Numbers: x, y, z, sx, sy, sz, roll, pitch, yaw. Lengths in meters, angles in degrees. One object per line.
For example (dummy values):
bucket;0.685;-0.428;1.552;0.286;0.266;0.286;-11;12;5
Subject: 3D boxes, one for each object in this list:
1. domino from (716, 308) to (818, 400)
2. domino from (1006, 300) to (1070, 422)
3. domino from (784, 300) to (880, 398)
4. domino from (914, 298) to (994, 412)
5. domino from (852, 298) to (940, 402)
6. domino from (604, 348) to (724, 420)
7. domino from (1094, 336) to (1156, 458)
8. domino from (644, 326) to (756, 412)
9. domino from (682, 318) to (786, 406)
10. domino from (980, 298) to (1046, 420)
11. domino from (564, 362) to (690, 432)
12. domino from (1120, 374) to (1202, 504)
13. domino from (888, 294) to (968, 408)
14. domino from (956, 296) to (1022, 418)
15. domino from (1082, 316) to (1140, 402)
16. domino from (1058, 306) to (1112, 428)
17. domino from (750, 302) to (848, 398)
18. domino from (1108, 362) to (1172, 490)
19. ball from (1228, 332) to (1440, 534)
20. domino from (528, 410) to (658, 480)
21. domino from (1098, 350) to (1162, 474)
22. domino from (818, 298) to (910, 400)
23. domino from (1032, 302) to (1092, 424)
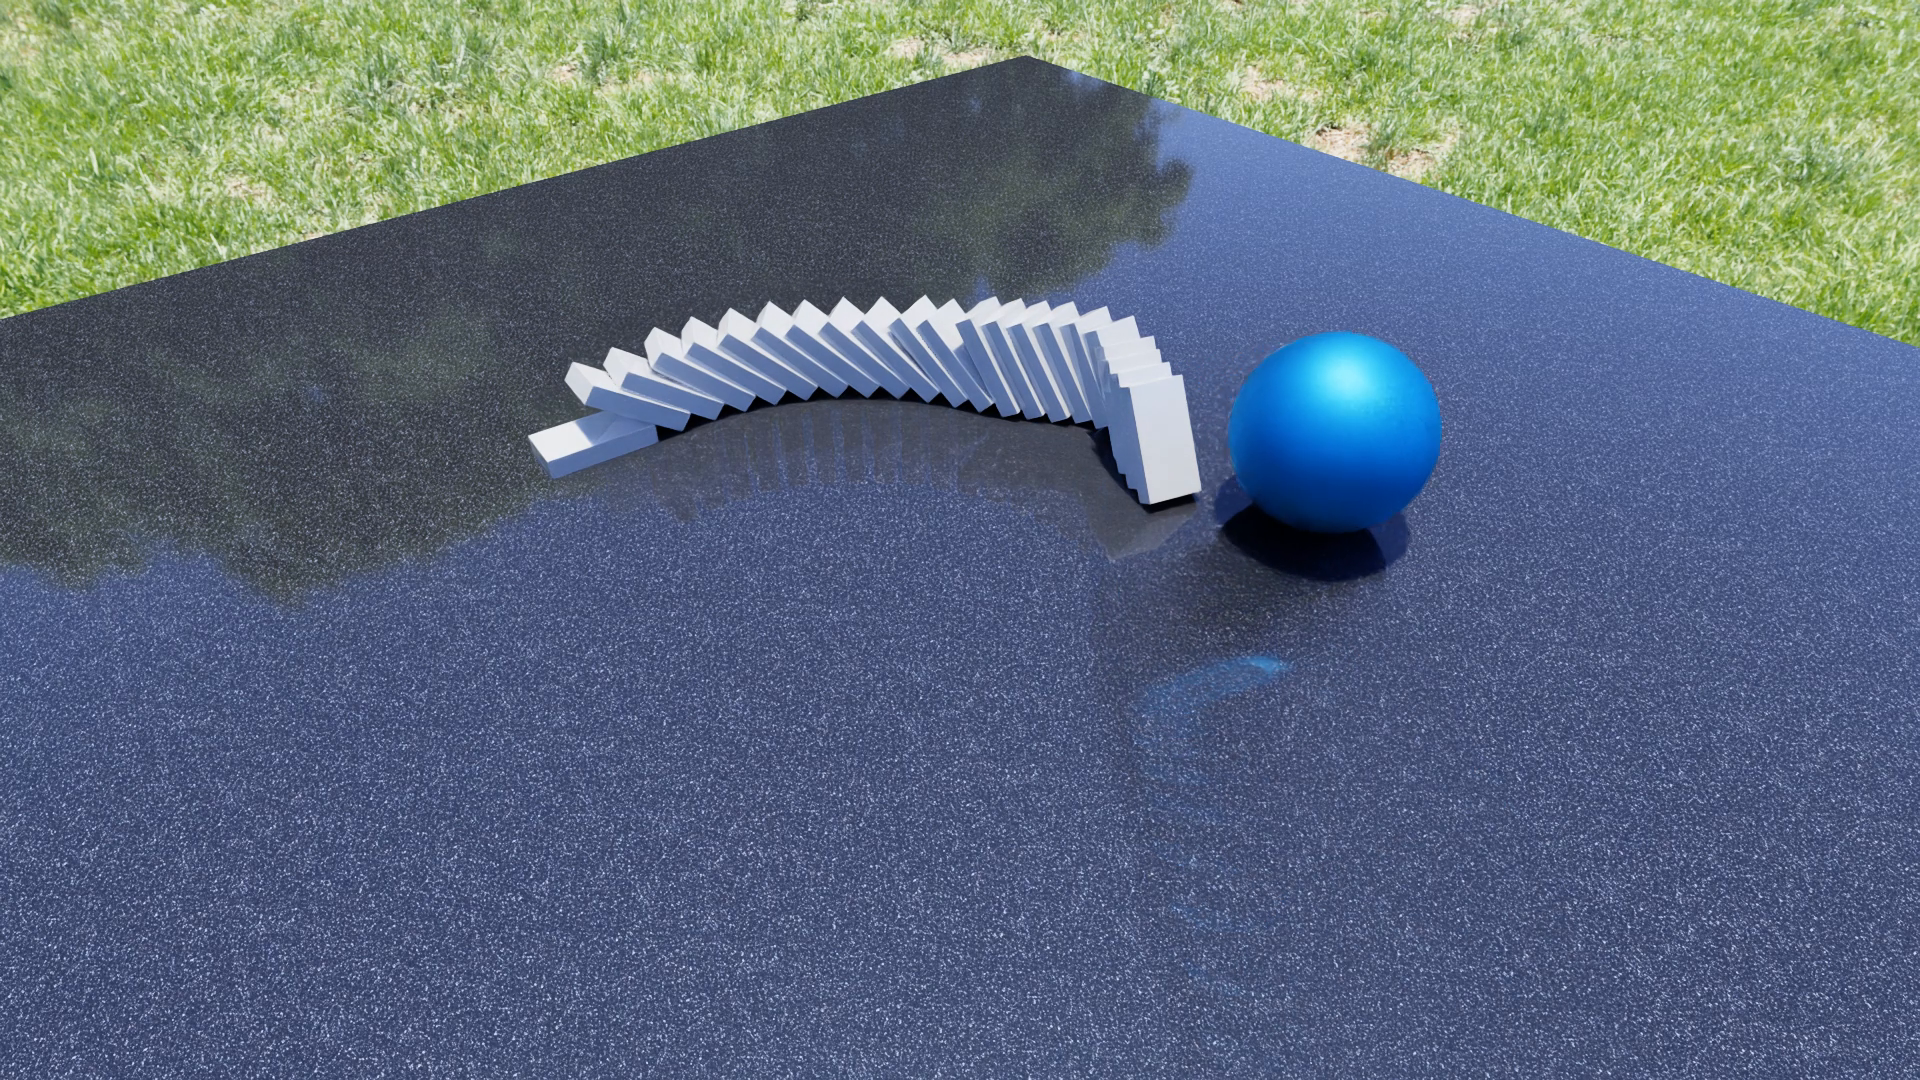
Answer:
domino;-0.092;-0.089;0.529;0.050;0.010;0.025;30;29;-28
domino;0.042;-0.083;0.515;0.010;0.050;0.025;-10;27;41
domino;-0.060;-0.093;0.533;0.050;0.010;0.025;35;35;-21
domino;0.003;-0.088;0.525;0.050;0.010;0.025;52;46;-9
domino;-0.027;-0.092;0.532;0.050;0.010;0.025;42;41;-13
domino;-0.137;-0.072;0.510;0.050;0.009;0.025;16;23;-43
domino;0.078;-0.064;0.491;0.025;0.050;0.009;-14;9;-17
domino;-0.122;-0.080;0.518;0.050;0.009;0.025;24;24;-37
domino;-0.108;-0.085;0.524;0.050;0.009;0.025;26;27;-33
domino;0.030;-0.085;0.517;0.010;0.050;0.025;-10;27;41
domino;-0.150;-0.065;0.500;0.050;0.009;0.025;14;21;-47
domino;0.085;-0.042;0.465;0.025;0.050;0.010;-14;10;-17
domino;-0.010;-0.091;0.529;0.050;0.010;0.025;50;46;-11
domino;0.018;-0.086;0.518;0.010;0.050;0.025;-10;27;40
domino;0.075;-0.074;0.503;0.025;0.050;0.010;-26;13;-34
domino;0.065;-0.080;0.510;0.025;0.050;0.010;-33;17;-38
domino;-0.076;-0.092;0.532;0.050;0.010;0.025;33;33;-23
domino;0.081;-0.049;0.474;0.025;0.050;0.009;-14;9;-17
ball;0.148;-0.042;0.439;0.080;0.080;0.080;0;39;0
domino;-0.166;-0.046;0.499;0.050;0.010;0.025;-24;45;-27
domino;0.078;-0.056;0.482;0.025;0.050;0.009;-14;9;-17
domino;-0.043;-0.093;0.534;0.050;0.009;0.025;38;38;-16
domino;0.053;-0.083;0.514;0.010;0.050;0.025;-10;25;41
